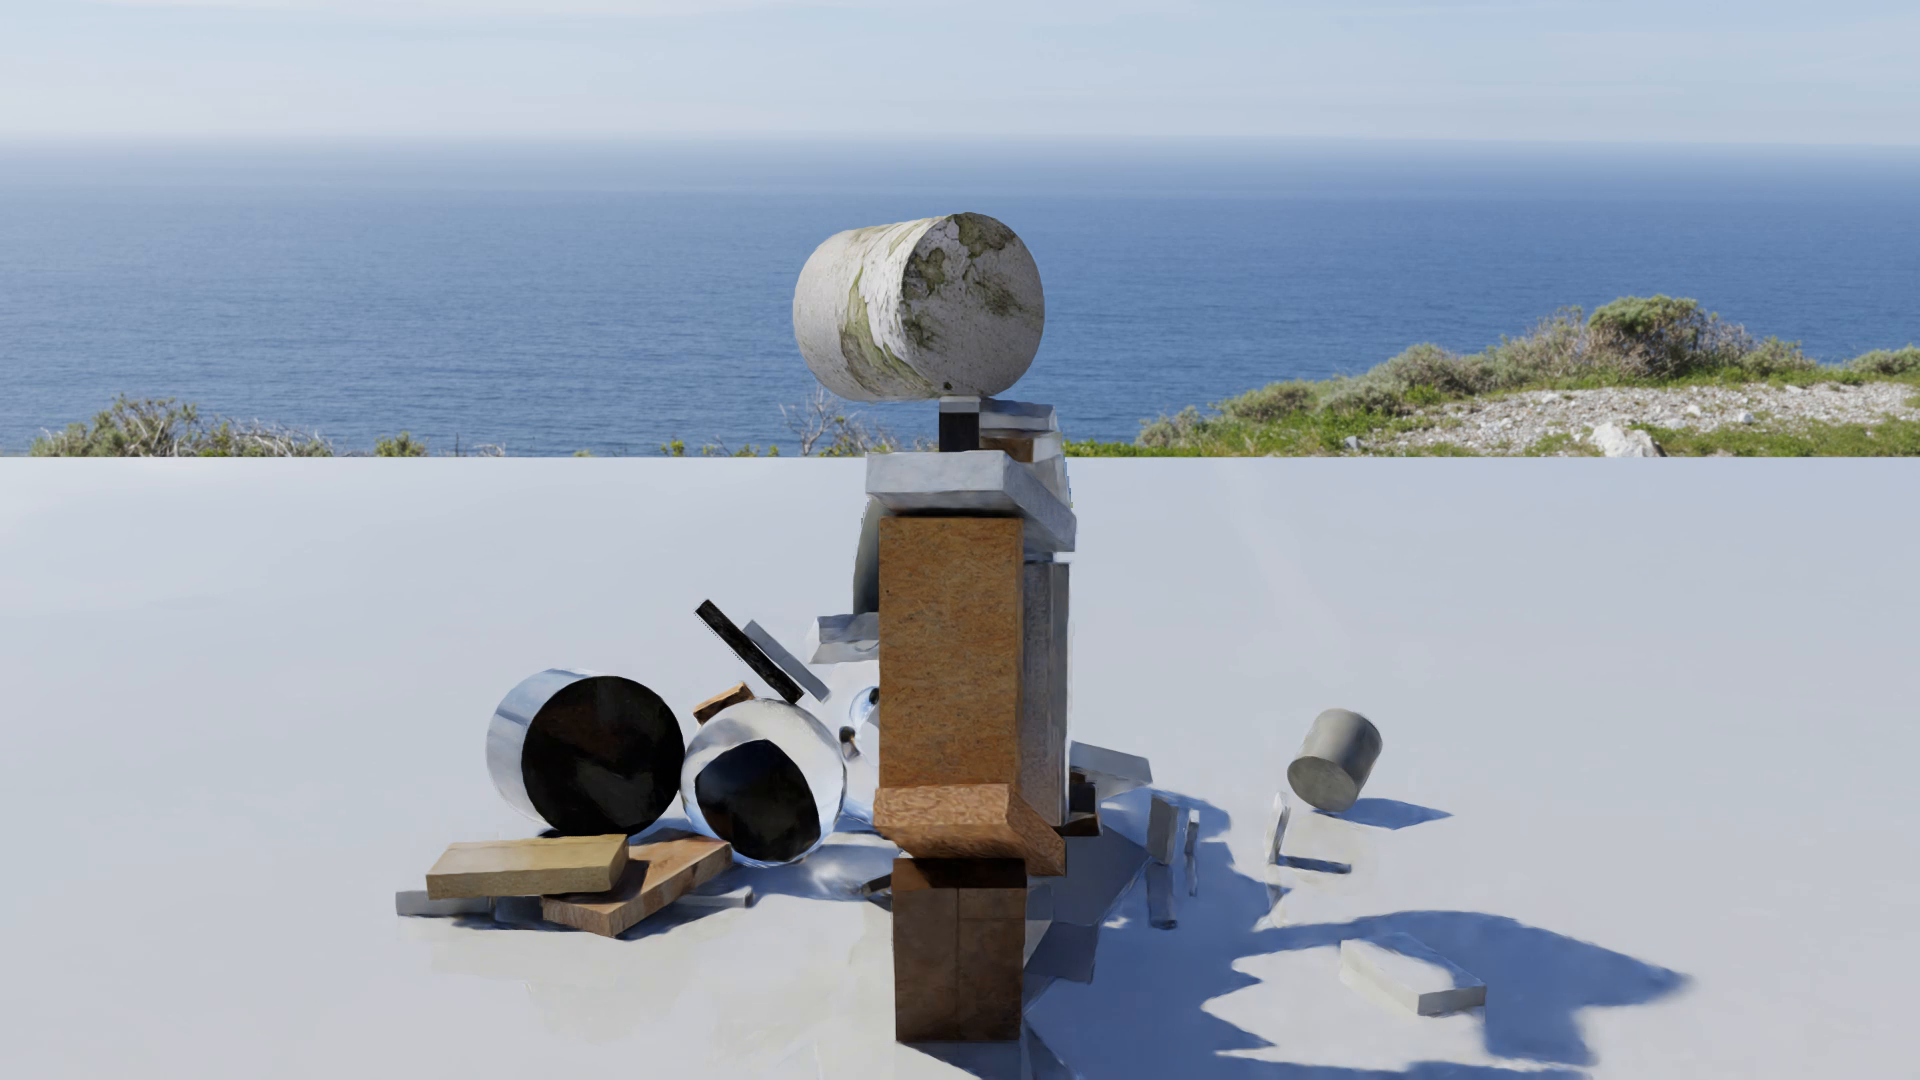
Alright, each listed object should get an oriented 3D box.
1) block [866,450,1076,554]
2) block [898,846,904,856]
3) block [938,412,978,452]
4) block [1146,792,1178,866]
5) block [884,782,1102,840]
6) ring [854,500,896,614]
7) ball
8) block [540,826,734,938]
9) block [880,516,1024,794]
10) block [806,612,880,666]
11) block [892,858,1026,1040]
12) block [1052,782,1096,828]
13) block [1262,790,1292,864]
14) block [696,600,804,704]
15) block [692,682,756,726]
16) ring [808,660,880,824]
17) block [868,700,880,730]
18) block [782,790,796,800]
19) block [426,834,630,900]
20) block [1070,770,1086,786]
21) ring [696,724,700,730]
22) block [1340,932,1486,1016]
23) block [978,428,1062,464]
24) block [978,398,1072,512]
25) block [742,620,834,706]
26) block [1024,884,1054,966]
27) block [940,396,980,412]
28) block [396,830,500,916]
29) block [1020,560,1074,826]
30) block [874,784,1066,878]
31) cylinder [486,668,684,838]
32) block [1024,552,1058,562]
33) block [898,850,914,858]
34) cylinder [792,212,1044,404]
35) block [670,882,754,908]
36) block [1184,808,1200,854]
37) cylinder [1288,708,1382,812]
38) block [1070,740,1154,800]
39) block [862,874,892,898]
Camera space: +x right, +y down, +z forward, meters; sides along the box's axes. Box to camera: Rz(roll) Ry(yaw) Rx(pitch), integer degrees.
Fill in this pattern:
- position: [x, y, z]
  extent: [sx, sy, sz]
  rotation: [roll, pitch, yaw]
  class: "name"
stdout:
- position: [0.022, -0.046, 2.904]
  extent: [0.179, 0.051, 0.358]
  rotation: [-1, -13, 18]
  class: "block"
- position: [-0.012, 0.490, 3.648]
  extent: [0.105, 0.030, 0.211]
  rotation: [5, -20, -25]
  class: "block"
- position: [-0.002, -0.120, 2.990]
  extent: [0.054, 0.109, 0.015]
  rotation: [0, -19, 0]
  class: "block"
- position: [0.350, 0.501, 3.814]
  extent: [0.016, 0.112, 0.056]
  rotation: [-8, 23, -32]
  class: "block"
- position: [0.047, 0.462, 3.740]
  extent: [0.378, 0.093, 0.026]
  rotation: [-3, 28, 14]
  class: "block"
- position: [-0.112, 0.059, 4.157]
  extent: [0.123, 0.370, 0.370]
  rotation: [7, 12, 9]
  class: "ring"
- position: [-0.338, 0.419, 3.797]
  extent: [0.290, 0.290, 0.290]
  rotation: [0, 11, 0]
  class: "ball"
- position: [-0.528, 0.559, 3.616]
  extent: [0.148, 0.042, 0.297]
  rotation: [7, 20, 35]
  class: "block"
- position: [-0.012, 0.149, 2.846]
  extent: [0.179, 0.358, 0.051]
  rotation: [1, 4, 11]
  class: "block"
- position: [-0.088, 0.165, 3.824]
  extent: [0.338, 0.048, 0.169]
  rotation: [-3, -15, -12]
  class: "block"
- position: [-0.002, 0.558, 2.974]
  extent: [0.174, 0.347, 0.049]
  rotation: [0, 44, -1]
  class: "block"
- position: [0.069, 0.420, 3.410]
  extent: [0.148, 0.042, 0.295]
  rotation: [13, -22, -26]
  class: "block"
- position: [0.551, 0.499, 3.823]
  extent: [0.016, 0.112, 0.056]
  rotation: [9, 23, -7]
  class: "block"
- position: [-0.371, 0.200, 3.892]
  extent: [0.226, 0.032, 0.113]
  rotation: [44, -6, 6]
  class: "block"
- position: [-0.383, 0.379, 4.078]
  extent: [0.113, 0.226, 0.032]
  rotation: [-26, 19, 27]
  class: "block"
- position: [-0.145, 0.358, 4.016]
  extent: [0.322, 0.322, 0.107]
  rotation: [6, -5, 31]
  class: "ring"
- position: [-0.051, 0.312, 3.632]
  extent: [0.190, 0.095, 0.027]
  rotation: [34, 27, 8]
  class: "block"
- position: [-0.344, 0.433, 4.228]
  extent: [0.020, 0.071, 0.141]
  rotation: [48, -2, -41]
  class: "block"
- position: [-0.701, 0.531, 3.581]
  extent: [0.297, 0.042, 0.148]
  rotation: [-3, 12, 4]
  class: "block"
- position: [0.041, 0.362, 3.377]
  extent: [0.148, 0.042, 0.295]
  rotation: [-15, -26, 41]
  class: "block"
- position: [-0.415, 0.380, 4.400]
  extent: [0.224, 0.075, 0.224]
  rotation: [-2, -22, -1]
  class: "ring"
- position: [0.674, 0.645, 3.283]
  extent: [0.113, 0.032, 0.226]
  rotation: [-4, 11, -19]
  class: "block"
- position: [0.070, -0.139, 3.225]
  extent: [0.121, 0.034, 0.242]
  rotation: [3, 6, 12]
  class: "block"
- position: [0.103, -0.115, 3.505]
  extent: [0.121, 0.242, 0.034]
  rotation: [7, 44, 21]
  class: "block"
- position: [-0.299, 0.215, 3.838]
  extent: [0.185, 0.026, 0.093]
  rotation: [42, -7, 7]
  class: "block"
- position: [0.019, 0.562, 3.138]
  extent: [0.174, 0.049, 0.347]
  rotation: [1, -25, -7]
  class: "block"
- position: [-0.001, -0.188, 3.044]
  extent: [0.054, 0.015, 0.109]
  rotation: [0, 7, 0]
  class: "block"
- position: [-0.861, 0.560, 3.713]
  extent: [0.148, 0.042, 0.297]
  rotation: [-2, 11, -8]
  class: "block"
- position: [0.061, 0.208, 3.026]
  extent: [0.179, 0.358, 0.051]
  rotation: [1, 4, 9]
  class: "block"
- position: [0.018, 0.389, 2.908]
  extent: [0.174, 0.049, 0.347]
  rotation: [-3, -20, 14]
  class: "block"
- position: [-0.668, 0.376, 3.902]
  extent: [0.287, 0.287, 0.287]
  rotation: [-5, 2, -24]
  class: "cylinder"
- position: [0.067, 0.170, 3.508]
  extent: [0.121, 0.384, 0.034]
  rotation: [5, -24, 13]
  class: "block"
- position: [-0.013, 0.492, 3.356]
  extent: [0.143, 0.041, 0.286]
  rotation: [-1, 0, 5]
  class: "block"
- position: [-0.067, -0.365, 3.509]
  extent: [0.287, 0.287, 0.287]
  rotation: [-8, 7, -38]
  class: "cylinder"
- position: [-0.412, 0.586, 3.638]
  extent: [0.129, 0.018, 0.064]
  rotation: [2, 11, 8]
  class: "block"
- position: [0.409, 0.515, 3.885]
  extent: [0.016, 0.056, 0.113]
  rotation: [11, 6, 5]
  class: "block"
- position: [0.702, 0.412, 4.115]
  extent: [0.137, 0.137, 0.137]
  rotation: [6, 40, 31]
  class: "cylinder"
- position: [0.136, 0.402, 3.882]
  extent: [0.169, 0.048, 0.545]
  rotation: [-21, -22, 28]
  class: "block"
- position: [-0.096, 0.558, 3.637]
  extent: [0.129, 0.018, 0.064]
  rotation: [-18, -13, -18]
  class: "block"
